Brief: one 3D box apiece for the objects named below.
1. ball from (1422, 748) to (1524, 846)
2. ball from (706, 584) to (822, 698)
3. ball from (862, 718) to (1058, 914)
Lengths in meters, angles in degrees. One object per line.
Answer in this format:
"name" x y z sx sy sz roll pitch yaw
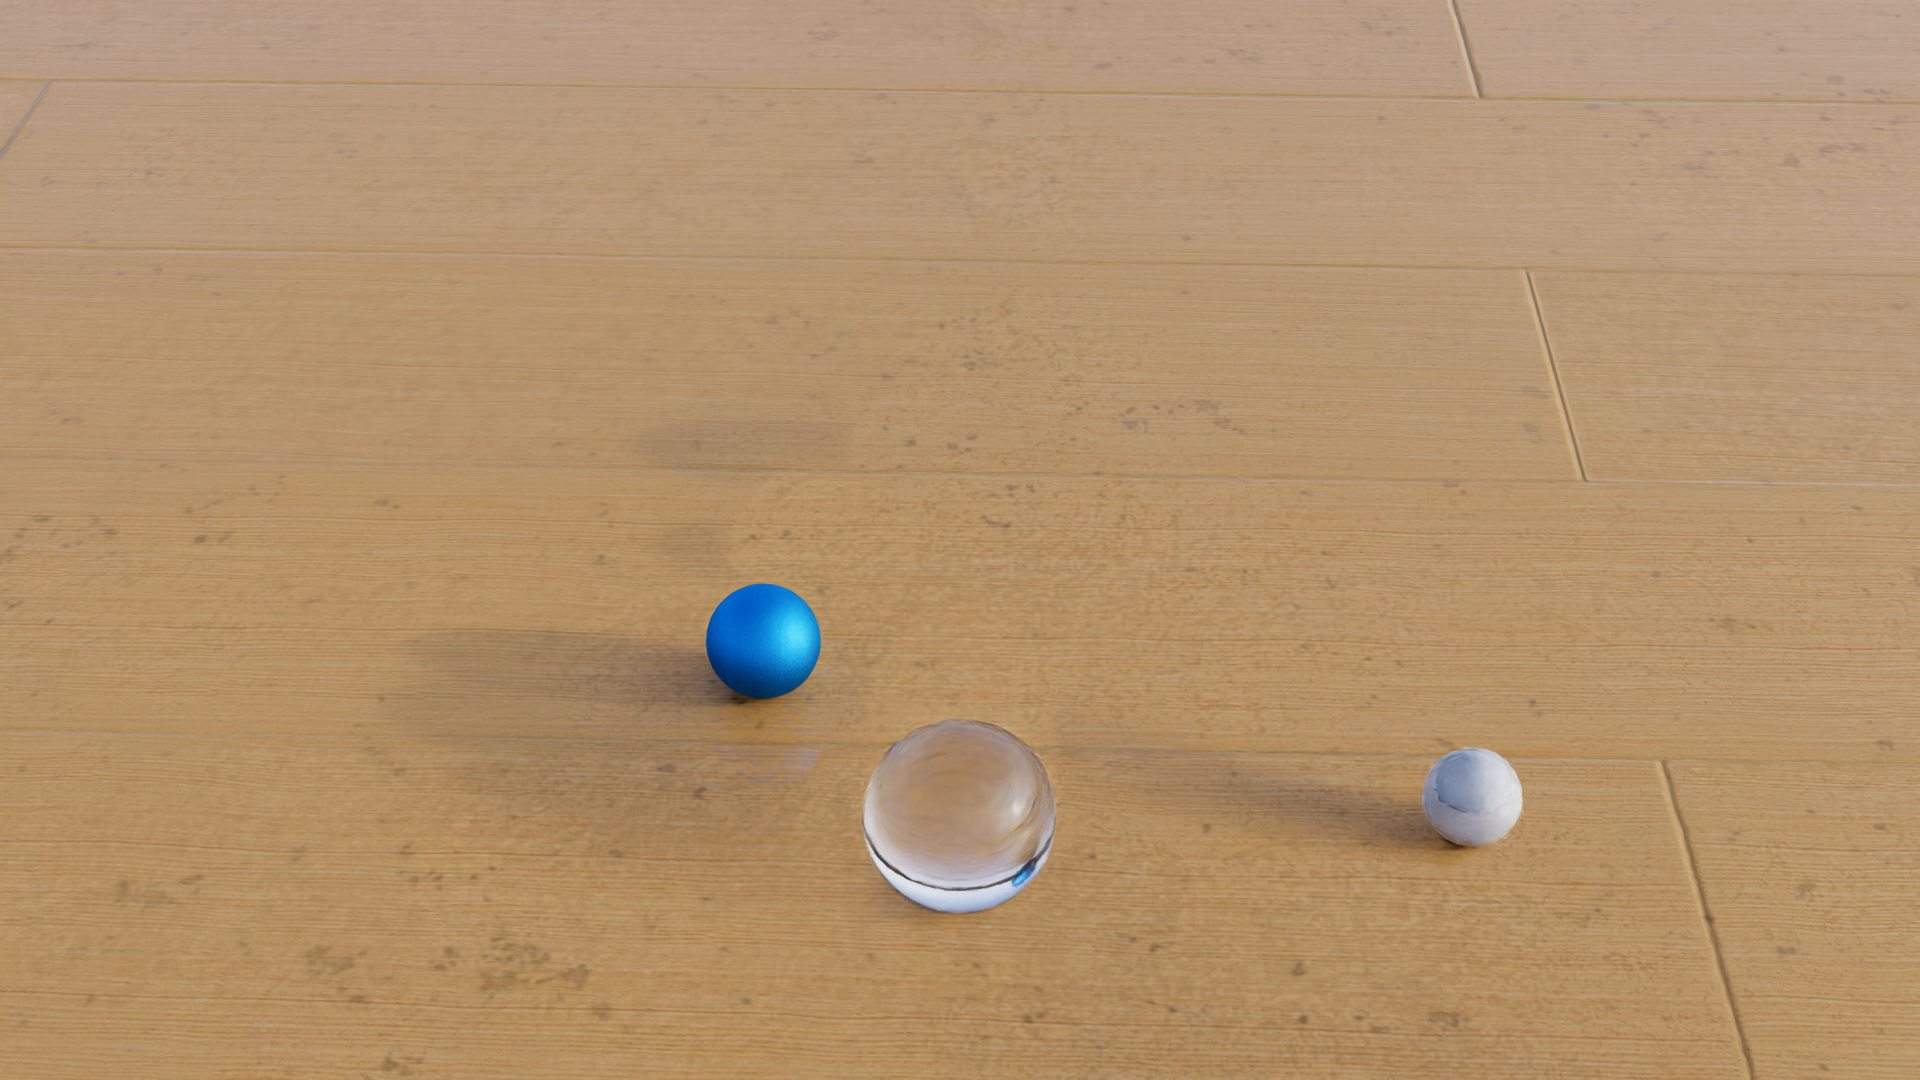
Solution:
"ball" 0.236 0.118 1.355 0.046 0.046 0.046 0 33 0
"ball" -0.097 0.050 1.449 0.057 0.057 0.057 0 33 0
"ball" 0.000 0.123 1.311 0.087 0.087 0.087 0 33 0
